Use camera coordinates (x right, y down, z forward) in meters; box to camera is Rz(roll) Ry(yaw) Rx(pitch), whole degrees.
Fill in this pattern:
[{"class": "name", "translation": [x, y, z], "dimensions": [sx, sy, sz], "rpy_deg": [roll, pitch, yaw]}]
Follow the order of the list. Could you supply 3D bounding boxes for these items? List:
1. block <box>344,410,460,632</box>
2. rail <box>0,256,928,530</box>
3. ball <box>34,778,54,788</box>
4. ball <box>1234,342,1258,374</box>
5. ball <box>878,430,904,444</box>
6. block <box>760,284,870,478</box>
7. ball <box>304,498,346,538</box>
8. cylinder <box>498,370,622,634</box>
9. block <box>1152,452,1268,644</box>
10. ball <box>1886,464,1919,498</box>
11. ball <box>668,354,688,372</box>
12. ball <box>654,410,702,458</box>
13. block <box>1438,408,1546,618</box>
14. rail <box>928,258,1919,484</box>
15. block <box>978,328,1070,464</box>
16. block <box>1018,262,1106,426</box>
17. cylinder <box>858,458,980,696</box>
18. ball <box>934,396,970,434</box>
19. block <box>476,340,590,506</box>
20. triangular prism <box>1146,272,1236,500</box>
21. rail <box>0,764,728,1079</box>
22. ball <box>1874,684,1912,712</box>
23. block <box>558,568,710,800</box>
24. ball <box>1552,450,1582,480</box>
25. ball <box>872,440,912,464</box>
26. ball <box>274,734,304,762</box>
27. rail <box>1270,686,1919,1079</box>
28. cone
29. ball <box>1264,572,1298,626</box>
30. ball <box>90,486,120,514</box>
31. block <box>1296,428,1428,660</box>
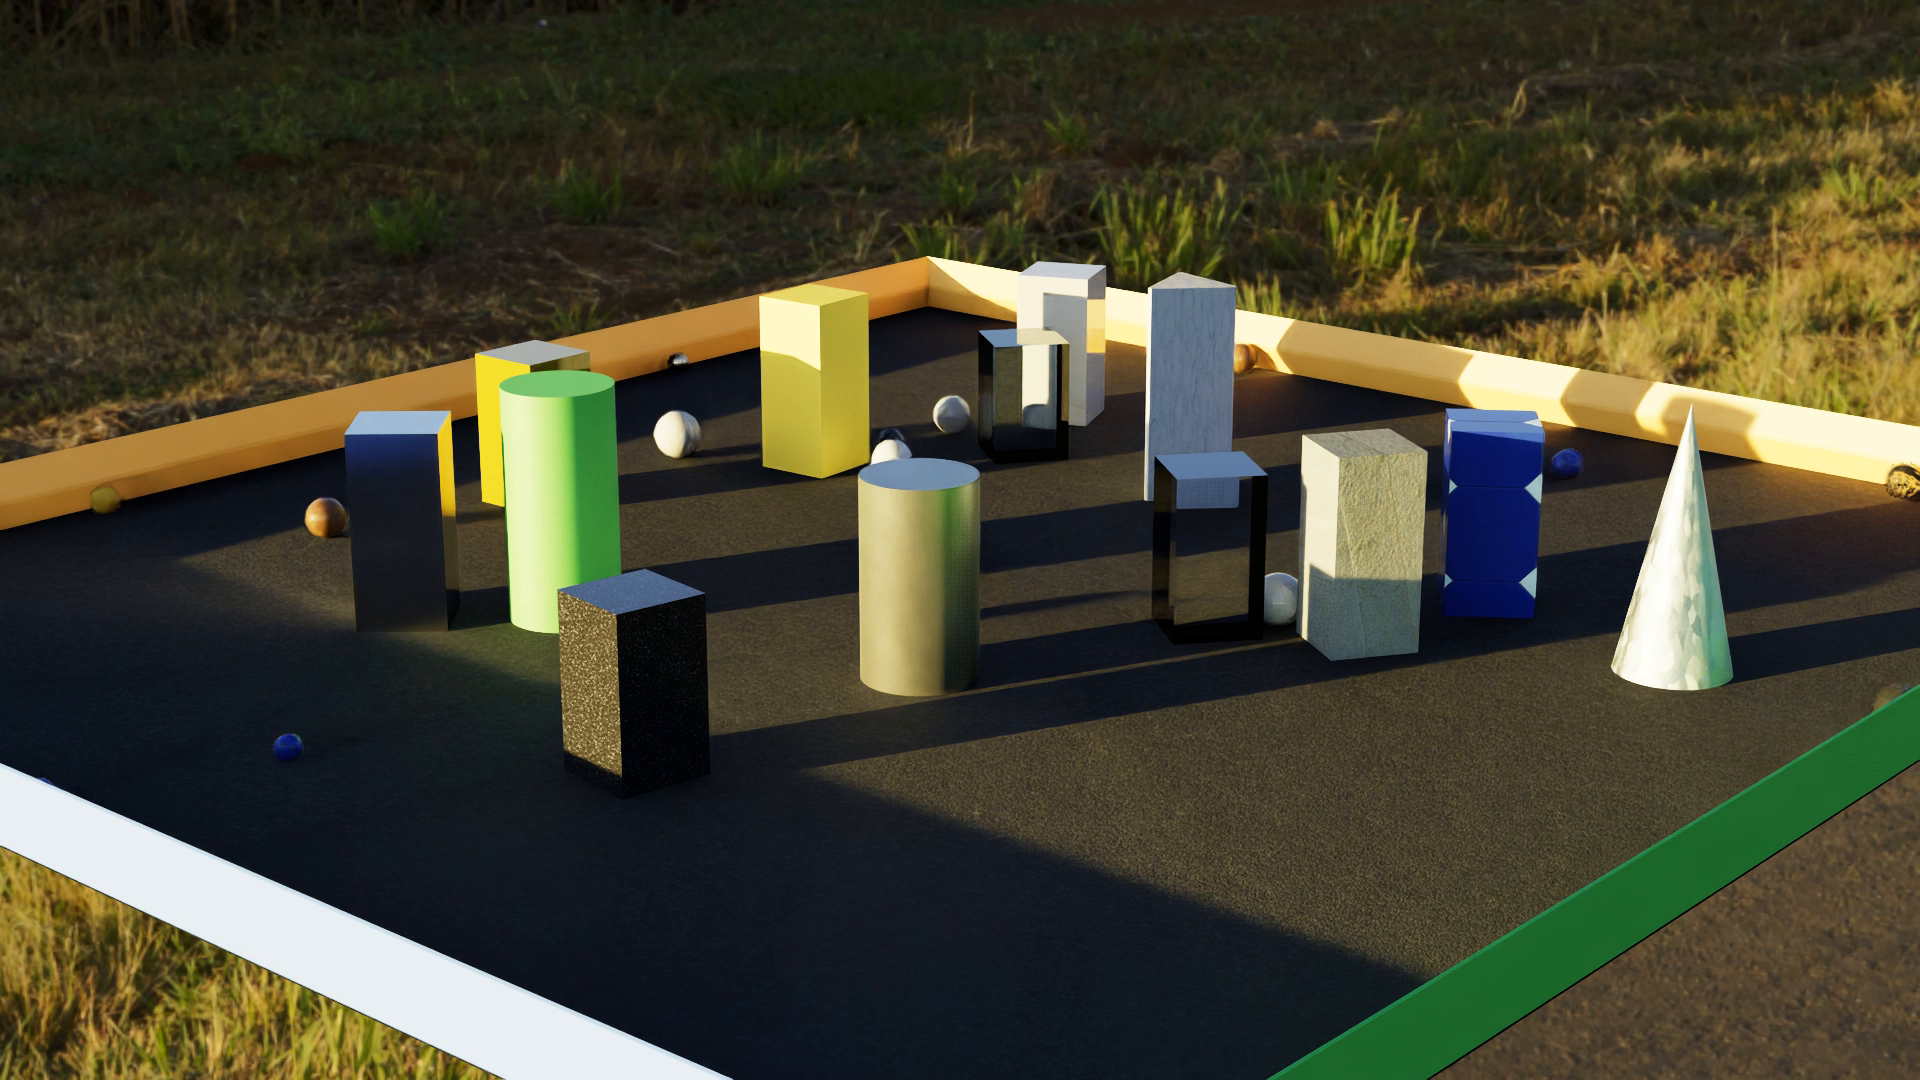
[{"class": "block", "translation": [-0.940, -0.032, 4.956], "dimensions": [0.154, 0.344, 0.154], "rpy_deg": [0, 17, -2]}, {"class": "rail", "translation": [-1.200, -0.270, 6.118], "dimensions": [0.045, 0.125, 3.464], "rpy_deg": [14, 22, 39]}, {"class": "ball", "translation": [-1.312, 0.359, 4.182], "dimensions": [0.041, 0.041, 0.041], "rpy_deg": [0, 17, 0]}, {"class": "ball", "translation": [0.643, -0.416, 6.698], "dimensions": [0.070, 0.070, 0.070], "rpy_deg": [0, 17, 0]}, {"class": "ball", "translation": [-0.141, -0.202, 6.025], "dimensions": [0.051, 0.051, 0.051], "rpy_deg": [0, 17, 0]}, {"class": "block", "translation": [-0.291, -0.321, 5.901], "dimensions": [0.154, 0.351, 0.154], "rpy_deg": [12, 21, 35]}, {"class": "ball", "translation": [-1.179, -0.042, 5.450], "dimensions": [0.076, 0.076, 0.076], "rpy_deg": [0, 17, 0]}, {"class": "cylinder", "translation": [-0.673, -0.066, 4.958], "dimensions": [0.192, 0.407, 0.192], "rpy_deg": [0, 17, 0]}, {"class": "block", "translation": [0.416, 0.012, 4.912], "dimensions": [0.154, 0.284, 0.154], "rpy_deg": [-3, 17, -10]}, {"class": "ball", "translation": [1.839, -0.115, 5.712], "dimensions": [0.065, 0.065, 0.065], "rpy_deg": [0, 17, 0]}, {"class": "ball", "translation": [-0.646, -0.405, 6.708], "dimensions": [0.044, 0.044, 0.044], "rpy_deg": [0, 17, 0]}, {"class": "ball", "translation": [-0.577, -0.216, 5.993], "dimensions": [0.096, 0.096, 0.096], "rpy_deg": [0, 17, 0]}, {"class": "block", "translation": [0.909, -0.047, 5.034], "dimensions": [0.154, 0.326, 0.154], "rpy_deg": [1, 17, 5]}, {"class": "rail", "translation": [1.120, -0.342, 6.355], "dimensions": [3.225, 0.125, 0.045], "rpy_deg": [14, 22, 39]}, {"class": "block", "translation": [0.129, -0.297, 6.005], "dimensions": [0.154, 0.243, 0.154], "rpy_deg": [-4, 17, -12]}, {"class": "block", "translation": [0.218, -0.422, 6.292], "dimensions": [0.154, 0.318, 0.154], "rpy_deg": [5, 18, 17]}, {"class": "cylinder", "translation": [-0.064, 0.057, 4.669], "dimensions": [0.192, 0.337, 0.192], "rpy_deg": [0, 17, 0]}, {"class": "ball", "translation": [-0.017, -0.264, 6.182], "dimensions": [0.079, 0.079, 0.079], "rpy_deg": [0, 17, 0]}, {"class": "block", "translation": [-0.819, -0.219, 5.660], "dimensions": [0.154, 0.293, 0.154], "rpy_deg": [14, 21, 38]}, {"class": "triangular prism", "translation": [0.436, -0.300, 5.712], "dimensions": [0.166, 0.420, 0.144], "rpy_deg": [-2, 17, -5]}, {"class": "rail", "translation": [-1.120, 0.404, 3.885], "dimensions": [3.225, 0.125, 0.045], "rpy_deg": [14, 22, 39]}, {"class": "ball", "translation": [1.429, 0.257, 4.464], "dimensions": [0.073, 0.073, 0.073], "rpy_deg": [0, 17, 0]}, {"class": "block", "translation": [-0.475, 0.208, 4.272], "dimensions": [0.154, 0.279, 0.154], "rpy_deg": [-14, 22, -38]}, {"class": "ball", "translation": [1.207, -0.150, 5.837], "dimensions": [0.059, 0.059, 0.059], "rpy_deg": [0, 17, 0]}, {"class": "ball", "translation": [-0.135, -0.160, 5.833], "dimensions": [0.081, 0.081, 0.081], "rpy_deg": [0, 17, 0]}, {"class": "ball", "translation": [-0.996, 0.308, 4.353], "dimensions": [0.042, 0.042, 0.042], "rpy_deg": [0, 17, 0]}, {"class": "rail", "translation": [1.200, 0.332, 4.123], "dimensions": [0.045, 0.125, 3.464], "rpy_deg": [14, 22, 39]}, {"class": "cone", "translation": [1.153, -0.002, 4.682], "dimensions": [0.192, 0.444, 0.192], "rpy_deg": [0, 17, 0]}, {"class": "ball", "translation": [0.538, 0.100, 4.953], "dimensions": [0.091, 0.091, 0.091], "rpy_deg": [0, 17, 0]}, {"class": "ball", "translation": [-1.632, -0.077, 5.603], "dimensions": [0.055, 0.055, 0.055], "rpy_deg": [0, 17, 0]}, {"class": "block", "translation": [0.660, 0.006, 4.831], "dimensions": [0.154, 0.342, 0.154], "rpy_deg": [-5, 17, -15]}]
